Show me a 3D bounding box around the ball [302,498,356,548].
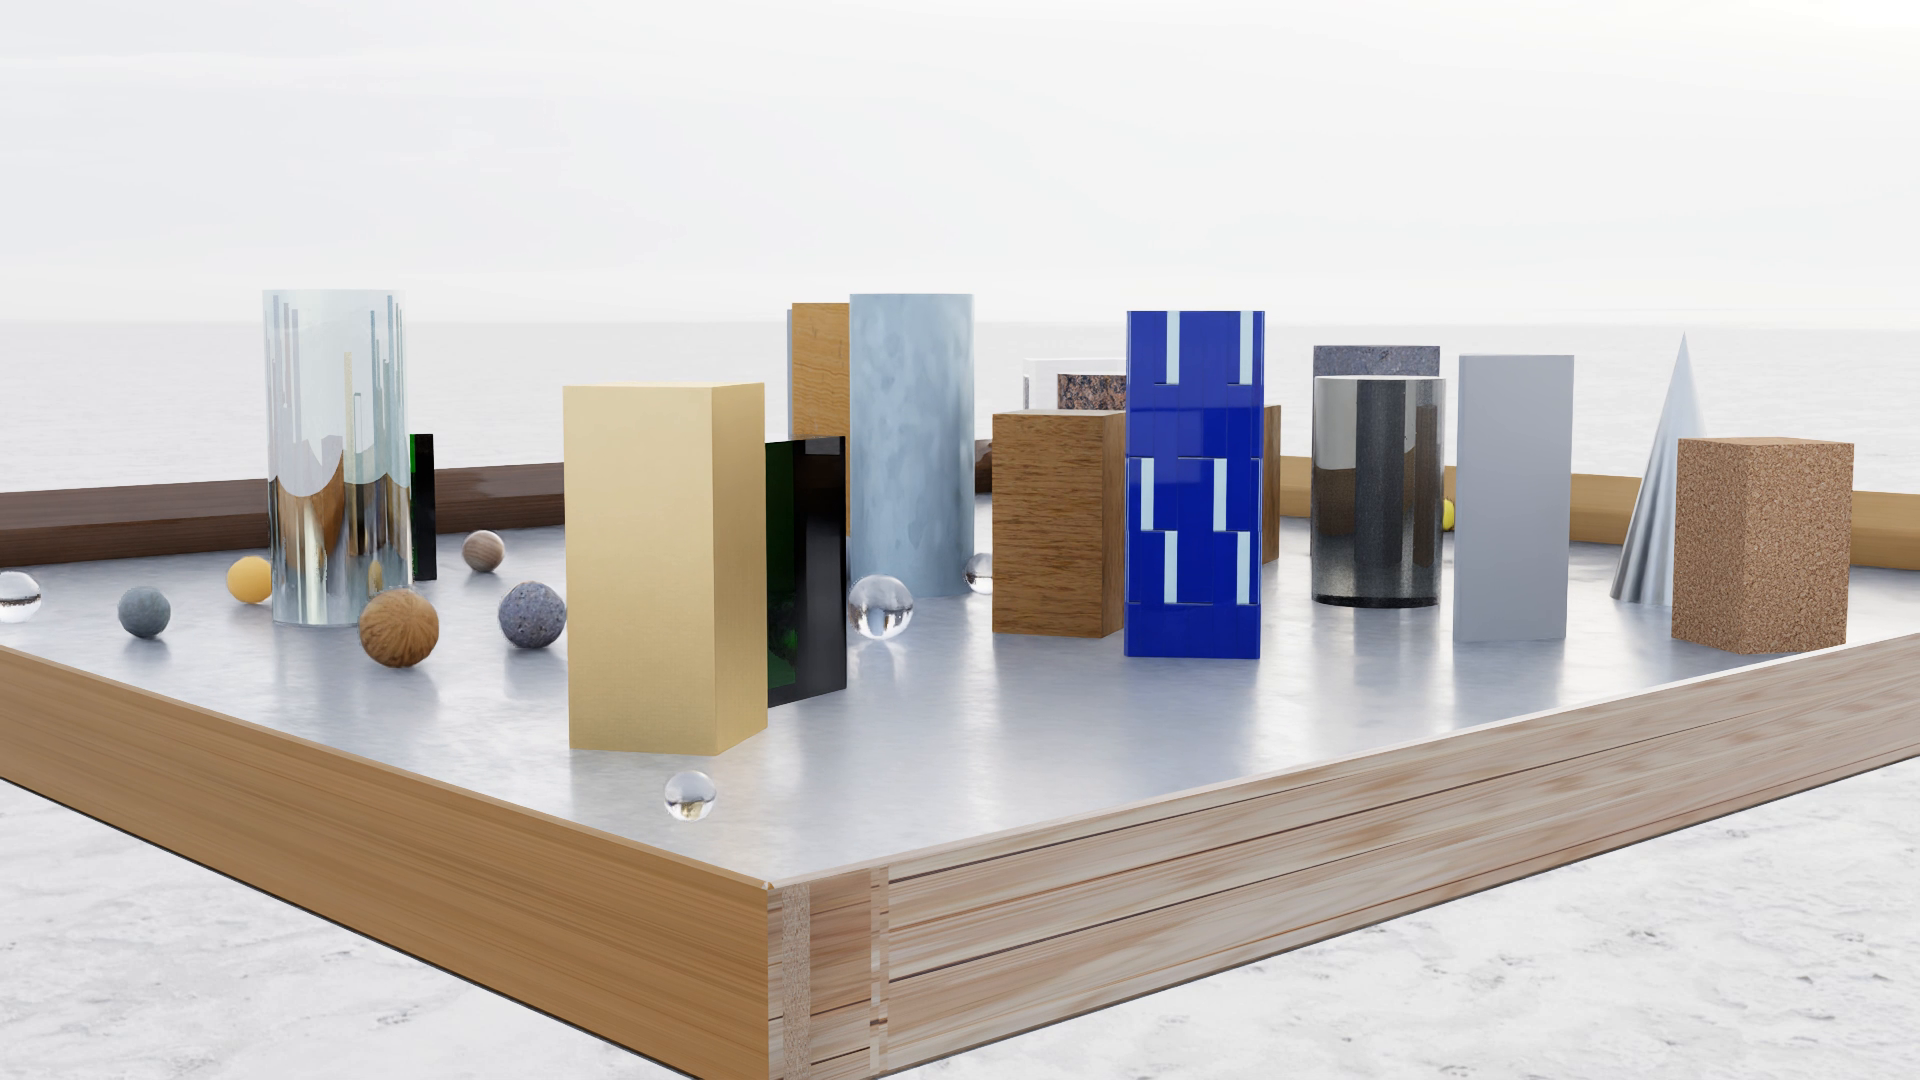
[{"bbox_3d":[-1.187,-0.033,4.138,0.095,0.095,0.095,0,6,0],"label":"ball"}]

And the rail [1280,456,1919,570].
[{"bbox_3d":[1.100,-0.072,4.341,0.045,0.129,2.982,-5,8,-42],"label":"rail"}]

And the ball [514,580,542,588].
[{"bbox_3d":[-0.597,0.092,3.062,0.071,0.071,0.071,0,6,0],"label":"ball"}]

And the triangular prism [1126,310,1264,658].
[{"bbox_3d":[0.308,-0.077,2.882,0.172,0.445,0.149,1,6,7],"label":"triangular prism"}]

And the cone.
[{"bbox_3d":[1.112,-0.116,3.397,0.198,0.415,0.198,0,6,0],"label":"cone"}]

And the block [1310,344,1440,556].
[{"bbox_3d":[0.745,-0.158,3.955,0.158,0.382,0.158,-3,7,-29],"label":"block"}]

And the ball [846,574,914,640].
[{"bbox_3d":[-0.109,0.090,2.982,0.090,0.090,0.090,0,6,0],"label":"ball"}]

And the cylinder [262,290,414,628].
[{"bbox_3d":[-0.895,-0.122,3.169,0.198,0.474,0.198,0,6,0],"label":"cylinder"}]

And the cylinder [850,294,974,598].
[{"bbox_3d":[-0.076,-0.155,3.496,0.198,0.471,0.198,0,6,0],"label":"cylinder"}]

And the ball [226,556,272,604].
[{"bbox_3d":[-1.079,0.061,3.348,0.072,0.072,0.072,0,6,0],"label":"ball"}]

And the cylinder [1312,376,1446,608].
[{"bbox_3d":[0.642,-0.078,3.377,0.198,0.343,0.198,0,6,0],"label":"cylinder"}]

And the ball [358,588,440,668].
[{"bbox_3d":[-0.702,0.110,2.750,0.099,0.099,0.099,0,6,0],"label":"ball"}]

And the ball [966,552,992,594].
[{"bbox_3d":[0.042,0.052,3.456,0.069,0.069,0.069,0,6,0],"label":"ball"}]

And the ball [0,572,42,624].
[{"bbox_3d":[-1.350,0.082,3.135,0.075,0.075,0.075,0,6,0],"label":"ball"}]

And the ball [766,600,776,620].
[{"bbox_3d":[-0.282,0.106,2.845,0.087,0.087,0.087,0,6,0],"label":"ball"}]

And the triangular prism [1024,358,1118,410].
[{"bbox_3d":[0.150,-0.123,3.706,0.172,0.364,0.149,-4,7,-32],"label":"triangular prism"}]

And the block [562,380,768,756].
[{"bbox_3d":[-0.302,0.023,2.280,0.158,0.369,0.158,1,6,14],"label":"block"}]

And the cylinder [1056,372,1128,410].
[{"bbox_3d":[0.248,-0.085,3.423,0.198,0.348,0.198,0,6,0],"label":"cylinder"}]

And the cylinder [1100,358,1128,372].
[{"bbox_3d":[0.298,-0.186,4.378,0.198,0.350,0.198,0,6,0],"label":"cylinder"}]

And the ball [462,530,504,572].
[{"bbox_3d":[-0.812,0.020,3.751,0.071,0.071,0.071,0,6,0],"label":"ball"}]

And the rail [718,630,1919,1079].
[{"bbox_3d":[0.995,0.145,2.259,3.040,0.129,0.045,-5,8,-42],"label":"rail"}]

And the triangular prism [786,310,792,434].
[{"bbox_3d":[-0.210,-0.208,4.123,0.172,0.447,0.149,4,7,33],"label":"triangular prism"}]

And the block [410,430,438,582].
[{"bbox_3d":[-0.976,-0.058,3.662,0.158,0.243,0.158,-4,7,-31],"label":"block"}]

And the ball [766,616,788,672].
[{"bbox_3d":[-0.248,0.128,2.709,0.072,0.072,0.072,0,6,0],"label":"ball"}]

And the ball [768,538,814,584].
[{"bbox_3d":[-0.276,0.034,3.592,0.076,0.076,0.076,0,6,0],"label":"ball"}]

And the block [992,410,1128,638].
[{"bbox_3d":[0.146,-0.027,3.081,0.158,0.303,0.158,2,6,20],"label":"block"}]

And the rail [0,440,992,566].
[{"bbox_3d":[-0.995,-0.078,4.404,3.040,0.129,0.045,-5,8,-42],"label":"rail"}]

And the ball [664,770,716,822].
[{"bbox_3d":[-0.236,0.223,1.921,0.046,0.046,0.046,0,6,0],"label":"ball"}]

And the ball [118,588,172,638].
[{"bbox_3d":[-1.113,0.100,3.004,0.068,0.068,0.068,0,6,0],"label":"ball"}]

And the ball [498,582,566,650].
[{"bbox_3d":[-0.564,0.100,2.901,0.088,0.088,0.088,0,6,0],"label":"ball"}]

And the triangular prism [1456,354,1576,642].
[{"bbox_3d":[0.728,-0.064,3.040,0.172,0.385,0.149,-2,6,-17],"label":"triangular prism"}]

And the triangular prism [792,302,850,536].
[{"bbox_3d":[-0.188,-0.184,3.837,0.172,0.458,0.149,1,6,13],"label":"triangular prism"}]

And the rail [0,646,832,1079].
[{"bbox_3d":[-1.100,0.139,2.323,0.045,0.129,2.982,-5,8,-42],"label":"rail"}]

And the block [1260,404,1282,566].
[{"bbox_3d":[0.472,-0.101,3.914,0.158,0.276,0.158,2,6,23],"label":"block"}]

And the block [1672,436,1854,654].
[{"bbox_3d":[1.070,0.003,2.938,0.158,0.272,0.158,-2,6,-15],"label":"block"}]

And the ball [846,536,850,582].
[{"bbox_3d":[-0.197,0.031,3.600,0.080,0.080,0.080,0,6,0],"label":"ball"}]

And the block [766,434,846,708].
[{"bbox_3d":[-0.243,0.030,2.560,0.158,0.299,0.158,4,7,32],"label":"block"}]

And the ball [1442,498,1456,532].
[{"bbox_3d":[0.961,-0.051,4.422,0.072,0.072,0.072,0,6,0],"label":"ball"}]
